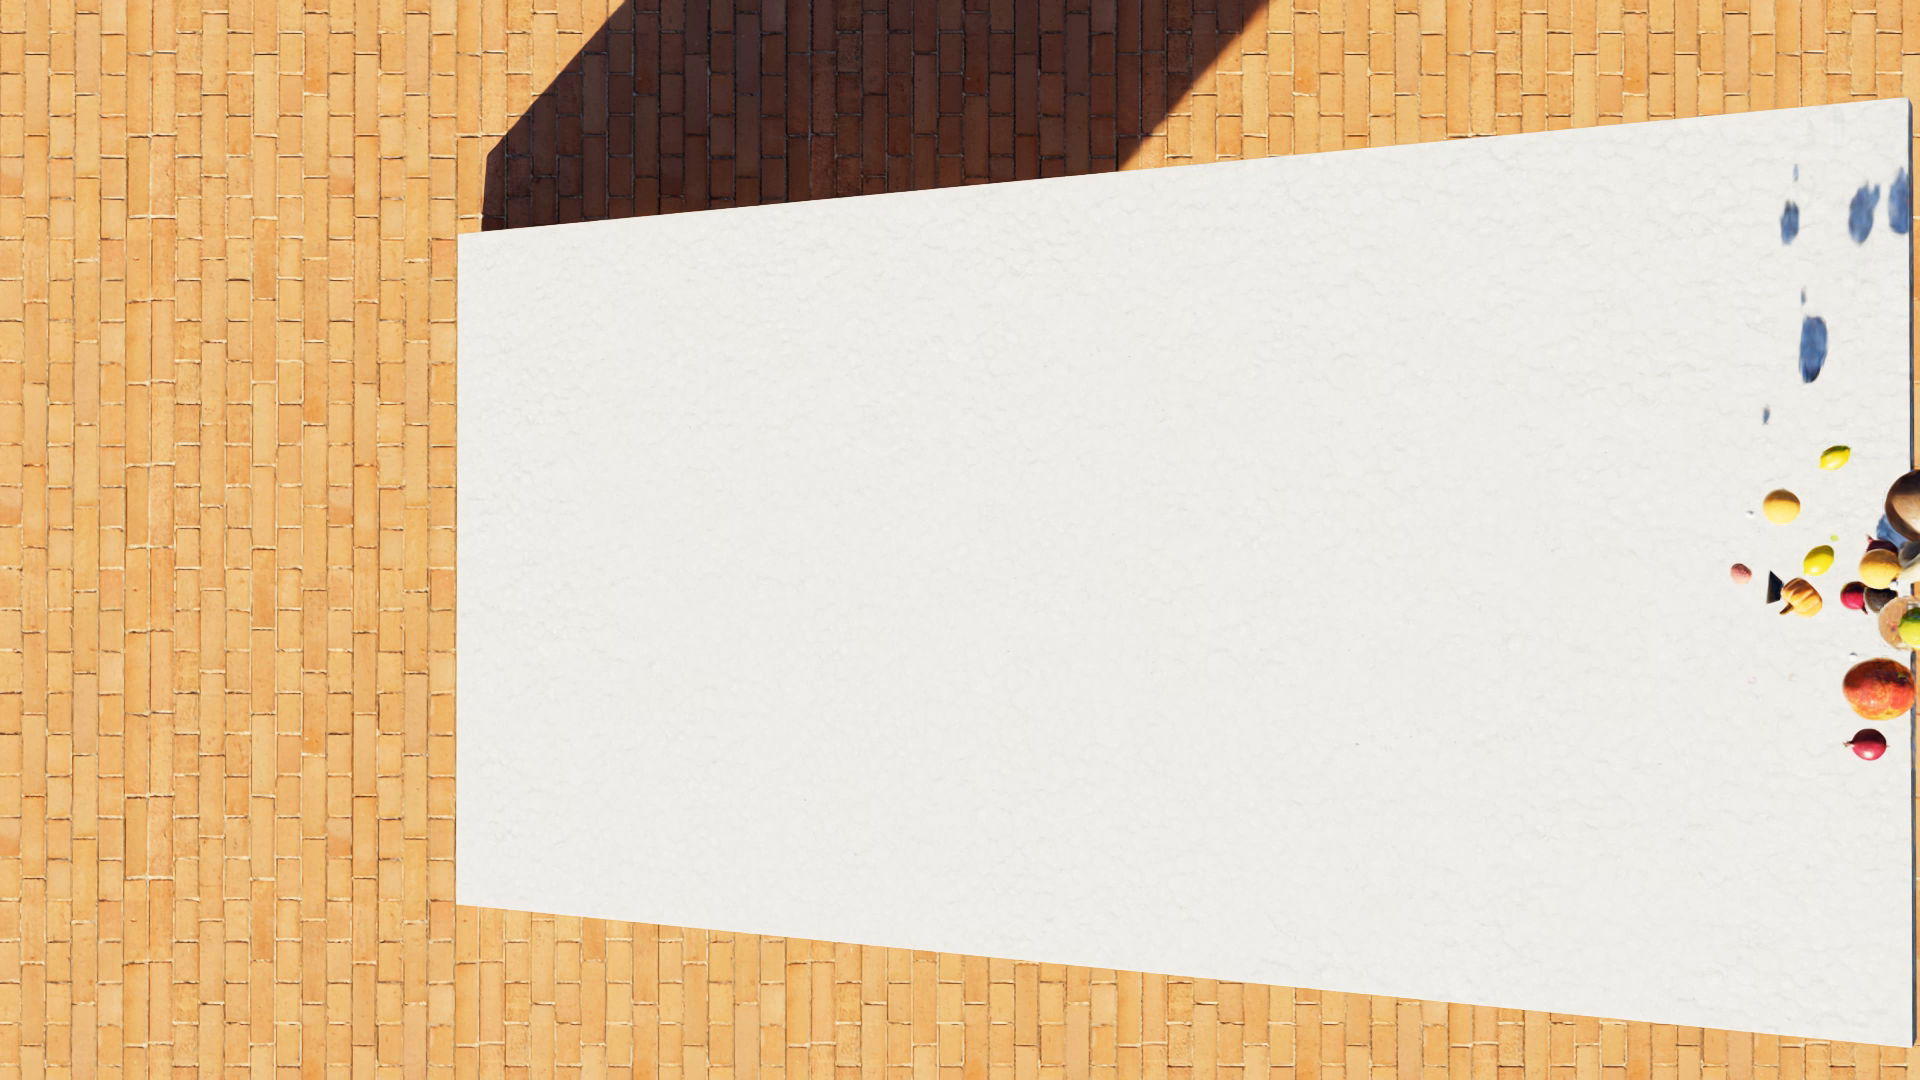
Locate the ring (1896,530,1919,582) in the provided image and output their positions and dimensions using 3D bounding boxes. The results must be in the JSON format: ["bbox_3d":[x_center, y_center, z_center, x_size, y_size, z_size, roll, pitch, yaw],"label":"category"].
[{"bbox_3d":[1.745,0.024,3.981,0.040,0.120,0.120,34,90,-4],"label":"ring"}]

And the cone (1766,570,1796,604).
[{"bbox_3d":[1.682,0.091,4.537,0.066,0.066,0.066,-19,84,0],"label":"cone"}]

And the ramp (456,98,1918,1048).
[{"bbox_3d":[0.273,0.076,5.639,4.000,0.100,2.000,0,89,29],"label":"ramp"}]

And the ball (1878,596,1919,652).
[{"bbox_3d":[1.636,0.145,3.796,0.097,0.097,0.097,0,89,0],"label":"ball"}]
